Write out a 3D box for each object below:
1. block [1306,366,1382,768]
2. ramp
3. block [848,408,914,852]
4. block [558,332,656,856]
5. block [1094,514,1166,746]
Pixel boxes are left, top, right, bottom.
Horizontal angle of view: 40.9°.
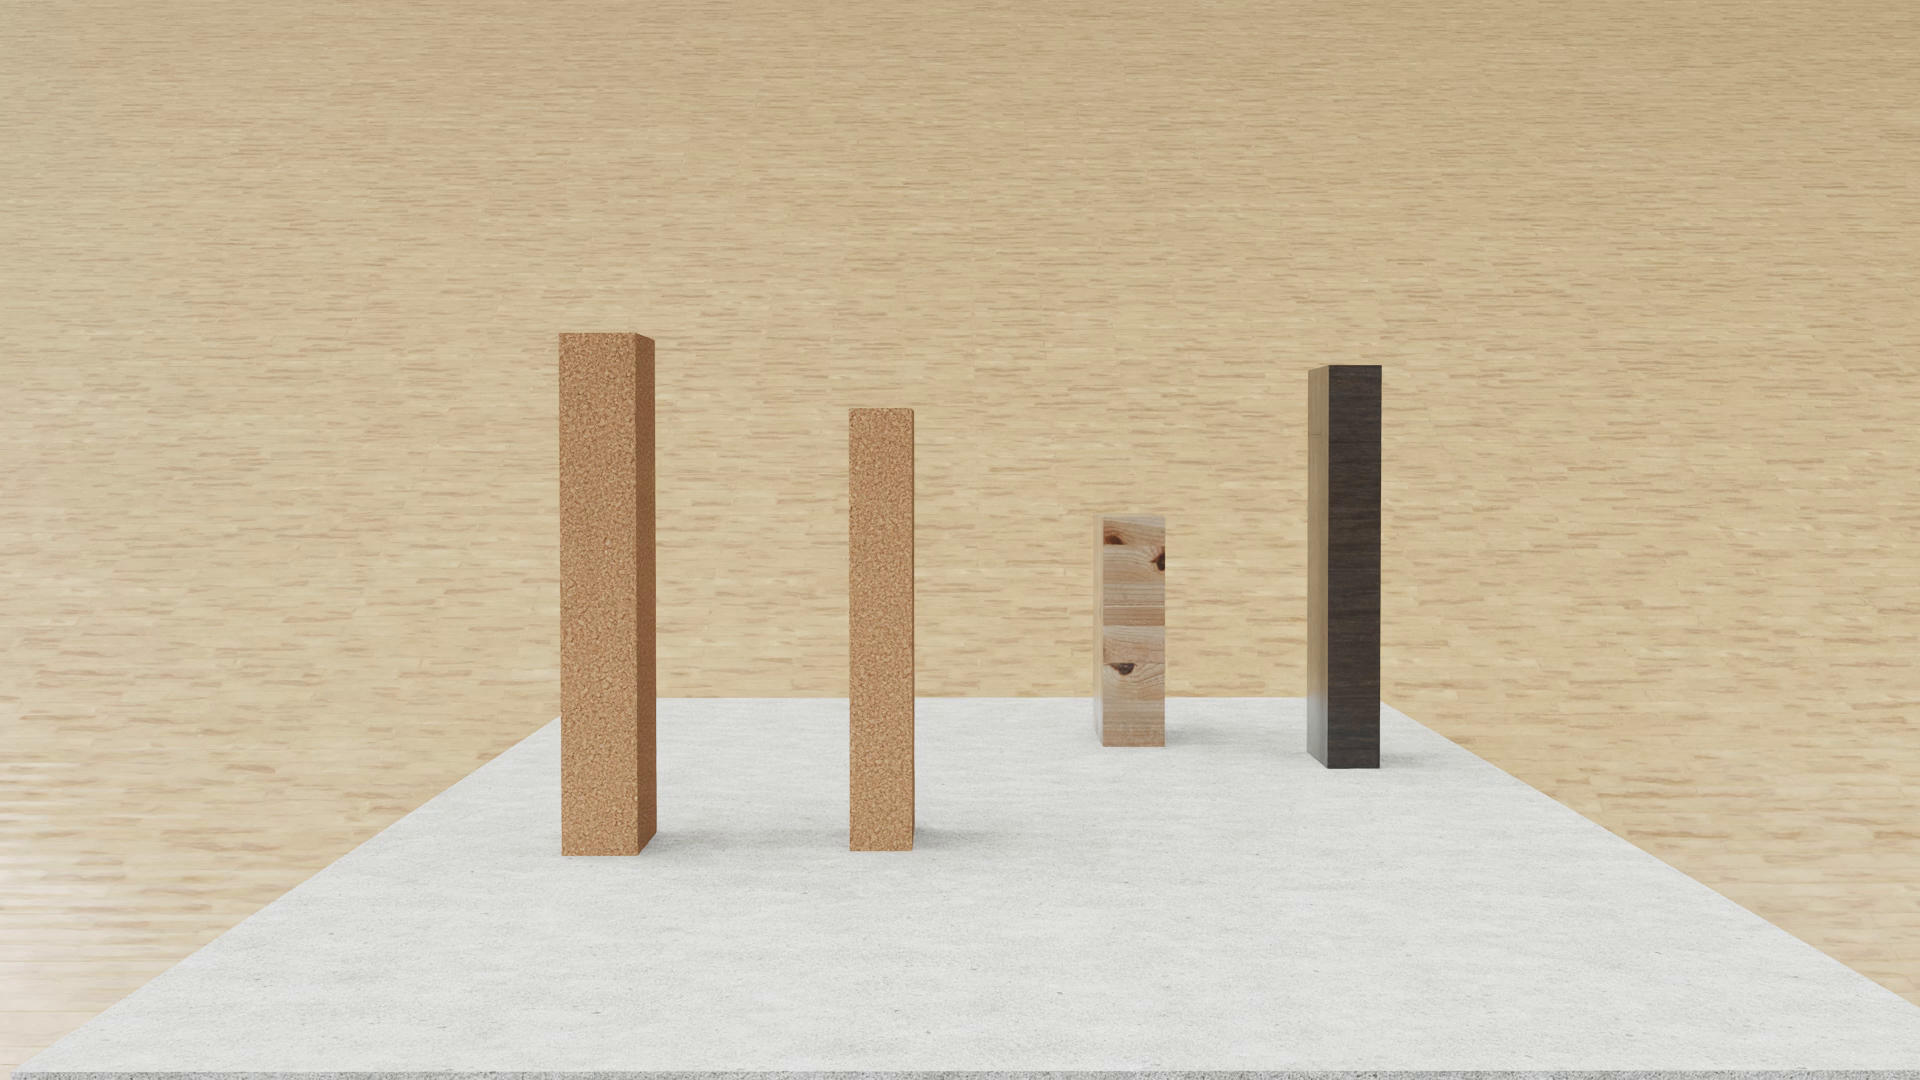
[{"bbox_3d":[0.770,0.049,5.178,0.103,0.789,0.297,0,2,0],"label":"block"},{"bbox_3d":[0.057,0.513,4.554,2.000,0.100,4.000,0,2,0],"label":"ramp"},{"bbox_3d":[-0.123,0.135,4.107,0.097,0.684,0.264,0,2,0],"label":"block"},{"bbox_3d":[-0.552,0.080,4.056,0.116,0.799,0.255,0,2,0],"label":"block"},{"bbox_3d":[0.366,0.188,5.615,0.131,0.484,0.387,0,2,0],"label":"block"}]
